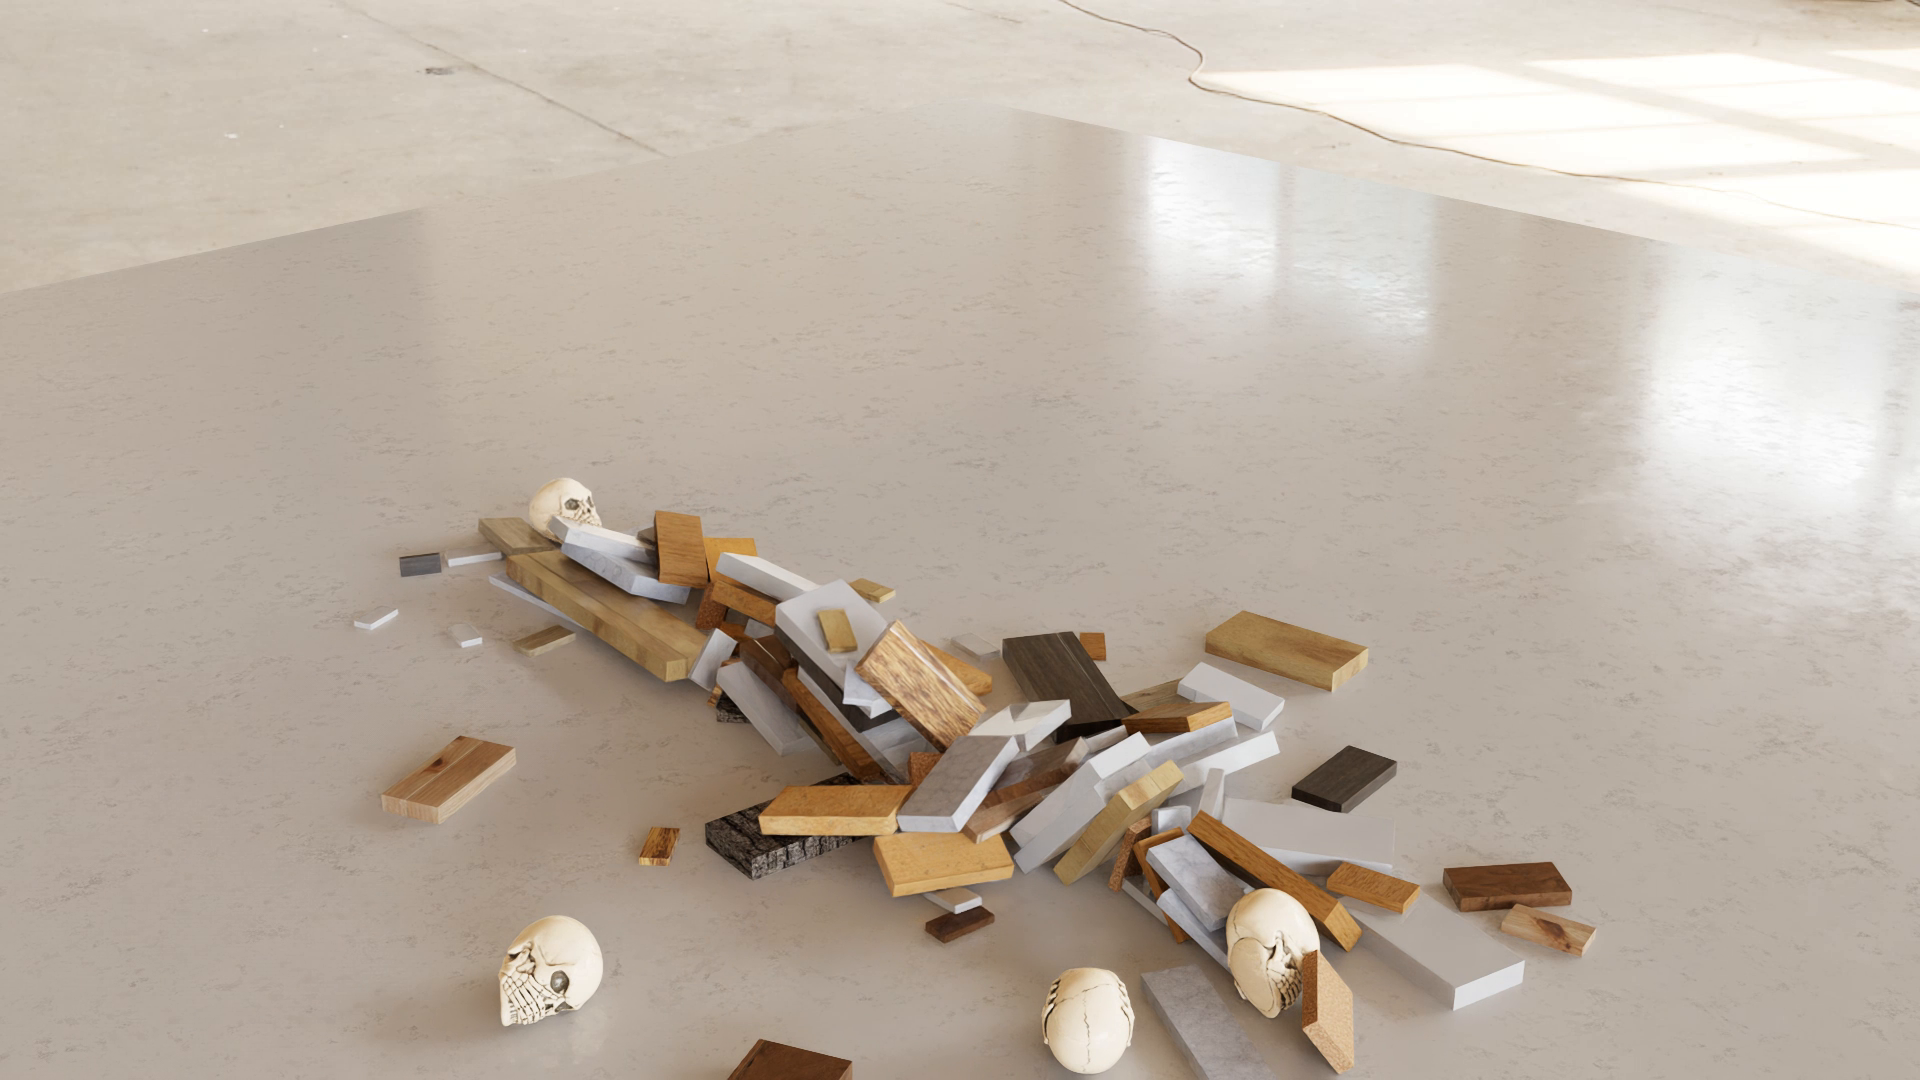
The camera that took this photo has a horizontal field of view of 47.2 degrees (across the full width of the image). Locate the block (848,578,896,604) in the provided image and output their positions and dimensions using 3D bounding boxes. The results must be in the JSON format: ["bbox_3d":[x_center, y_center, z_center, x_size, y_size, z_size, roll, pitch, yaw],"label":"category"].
[{"bbox_3d":[-0.222,0.125,5.445,0.114,0.016,0.057,19,29,37],"label":"block"}]

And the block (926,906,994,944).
[{"bbox_3d":[0.000,0.708,4.070,0.117,0.017,0.058,-17,28,-34],"label":"block"}]

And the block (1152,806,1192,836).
[{"bbox_3d":[0.397,0.580,4.140,0.076,0.153,0.022,-2,5,-32],"label":"block"}]

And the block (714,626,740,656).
[{"bbox_3d":[-0.542,0.237,5.179,0.064,0.018,0.128,-4,23,-8],"label":"block"}]

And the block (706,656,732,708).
[{"bbox_3d":[-0.533,0.318,4.928,0.018,0.064,0.128,26,24,-4],"label":"block"}]

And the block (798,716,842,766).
[{"bbox_3d":[-0.271,0.417,4.681,0.075,0.021,0.149,-17,45,-34],"label":"block"}]

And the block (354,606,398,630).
[{"bbox_3d":[-1.408,0.187,5.302,0.050,0.014,0.100,11,25,23],"label":"block"}]

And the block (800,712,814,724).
[{"bbox_3d":[-0.302,0.362,4.706,0.075,0.021,0.149,-16,31,-33],"label":"block"}]

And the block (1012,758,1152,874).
[{"bbox_3d":[0.235,0.528,4.191,0.149,0.299,0.042,-23,73,-43],"label":"block"}]

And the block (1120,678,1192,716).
[{"bbox_3d":[0.466,0.357,4.881,0.211,0.030,0.105,-14,27,-30],"label":"block"}]

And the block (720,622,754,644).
[{"bbox_3d":[-0.500,0.224,5.167,0.130,0.018,0.065,11,20,-6],"label":"block"}]

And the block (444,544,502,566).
[{"bbox_3d":[-1.252,0.037,5.650,0.134,0.019,0.067,-9,25,-20],"label":"block"}]

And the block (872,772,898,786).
[{"bbox_3d":[-0.160,0.477,4.561,0.103,0.015,0.051,26,35,3],"label":"block"}]

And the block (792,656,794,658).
[{"bbox_3d":[-0.302,0.201,4.824,0.132,0.037,0.265,0,14,-4],"label":"block"}]

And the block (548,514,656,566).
[{"bbox_3d":[-0.885,0.002,5.490,0.259,0.037,0.130,16,7,-32],"label":"block"}]

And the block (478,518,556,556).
[{"bbox_3d":[-1.151,-0.005,5.704,0.116,0.033,0.231,-3,21,-34],"label":"block"}]

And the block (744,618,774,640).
[{"bbox_3d":[-0.358,0.249,5.024,0.270,0.038,0.135,21,1,44],"label":"block"}]

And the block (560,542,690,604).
[{"bbox_3d":[-0.829,0.071,5.443,0.168,0.048,0.336,14,8,-44],"label":"block"}]

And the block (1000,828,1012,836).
[{"bbox_3d":[0.078,0.564,4.349,0.123,0.017,0.062,-9,10,47],"label":"block"}]

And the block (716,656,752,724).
[{"bbox_3d":[-0.452,0.331,4.931,0.135,0.038,0.270,2,23,5],"label":"block"}]

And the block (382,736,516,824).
[{"bbox_3d":[-1.054,0.494,4.548,0.137,0.039,0.274,9,25,21],"label":"block"}]

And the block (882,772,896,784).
[{"bbox_3d":[-0.113,0.476,4.564,0.103,0.015,0.051,-6,45,-36],"label":"block"}]

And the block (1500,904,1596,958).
[{"bbox_3d":[1.082,0.717,4.043,0.152,0.022,0.076,14,27,30],"label":"block"}]

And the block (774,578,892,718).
[{"bbox_3d":[-0.216,0.221,4.558,0.169,0.048,0.338,-23,48,-33],"label":"block"}]

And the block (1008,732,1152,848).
[{"bbox_3d":[0.227,0.477,4.178,0.149,0.299,0.042,-24,73,-42],"label":"block"}]

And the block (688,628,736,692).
[{"bbox_3d":[-0.558,0.269,4.956,0.018,0.064,0.128,-2,57,53],"label":"block"}]

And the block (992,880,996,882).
[{"bbox_3d":[0.016,0.635,4.241,0.123,0.017,0.062,-1,23,-3],"label":"block"}]

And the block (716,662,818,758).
[{"bbox_3d":[-0.401,0.356,4.778,0.135,0.038,0.270,-16,44,-34],"label":"block"}]

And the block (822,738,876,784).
[{"bbox_3d":[-0.216,0.448,4.619,0.075,0.021,0.149,-17,45,-34],"label":"block"}]

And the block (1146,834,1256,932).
[{"bbox_3d":[0.436,0.621,3.996,0.099,0.028,0.197,-14,43,-31],"label":"block"}]

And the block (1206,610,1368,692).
[{"bbox_3d":[0.756,0.255,5.100,0.334,0.047,0.167,17,28,34],"label":"block"}]

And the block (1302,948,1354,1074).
[{"bbox_3d":[0.626,0.800,3.742,0.030,0.107,0.214,-34,14,20],"label":"block"}]

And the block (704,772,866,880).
[{"bbox_3d":[-0.316,0.565,4.367,0.339,0.048,0.170,-17,28,-34],"label":"block"}]

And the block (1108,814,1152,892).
[{"bbox_3d":[0.331,0.592,4.169,0.022,0.153,0.076,37,40,30],"label":"block"}]

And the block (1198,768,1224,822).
[{"bbox_3d":[0.484,0.539,4.273,0.030,0.104,0.209,5,24,12],"label":"block"}]

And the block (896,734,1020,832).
[{"bbox_3d":[-0.003,0.470,4.256,0.131,0.037,0.263,-4,29,34],"label":"block"}]

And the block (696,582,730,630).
[{"bbox_3d":[-0.589,0.160,5.288,0.065,0.018,0.130,4,50,10],"label":"block"}]

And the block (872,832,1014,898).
[{"bbox_3d":[-0.031,0.604,4.181,0.241,0.034,0.121,-6,42,-21],"label":"block"}]

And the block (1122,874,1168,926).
[{"bbox_3d":[0.378,0.674,4.127,0.077,0.022,0.153,-2,21,-31],"label":"block"}]

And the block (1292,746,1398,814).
[{"bbox_3d":[0.795,0.498,4.545,0.116,0.033,0.231,17,29,35],"label":"block"}]

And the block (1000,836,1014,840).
[{"bbox_3d":[0.123,0.573,4.331,0.123,0.017,0.062,-8,11,46],"label":"block"}]

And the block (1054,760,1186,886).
[{"bbox_3d":[0.298,0.535,4.143,0.149,0.299,0.042,-26,69,-38],"label":"block"}]

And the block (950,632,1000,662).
[{"bbox_3d":[0.036,0.250,5.150,0.058,0.016,0.116,-16,28,-32],"label":"block"}]

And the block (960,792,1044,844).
[{"bbox_3d":[0.070,0.520,4.262,0.179,0.025,0.090,-22,47,-36],"label":"block"}]

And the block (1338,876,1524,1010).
[{"bbox_3d":[0.844,0.727,3.988,0.164,0.046,0.328,-13,26,-29],"label":"block"}]
